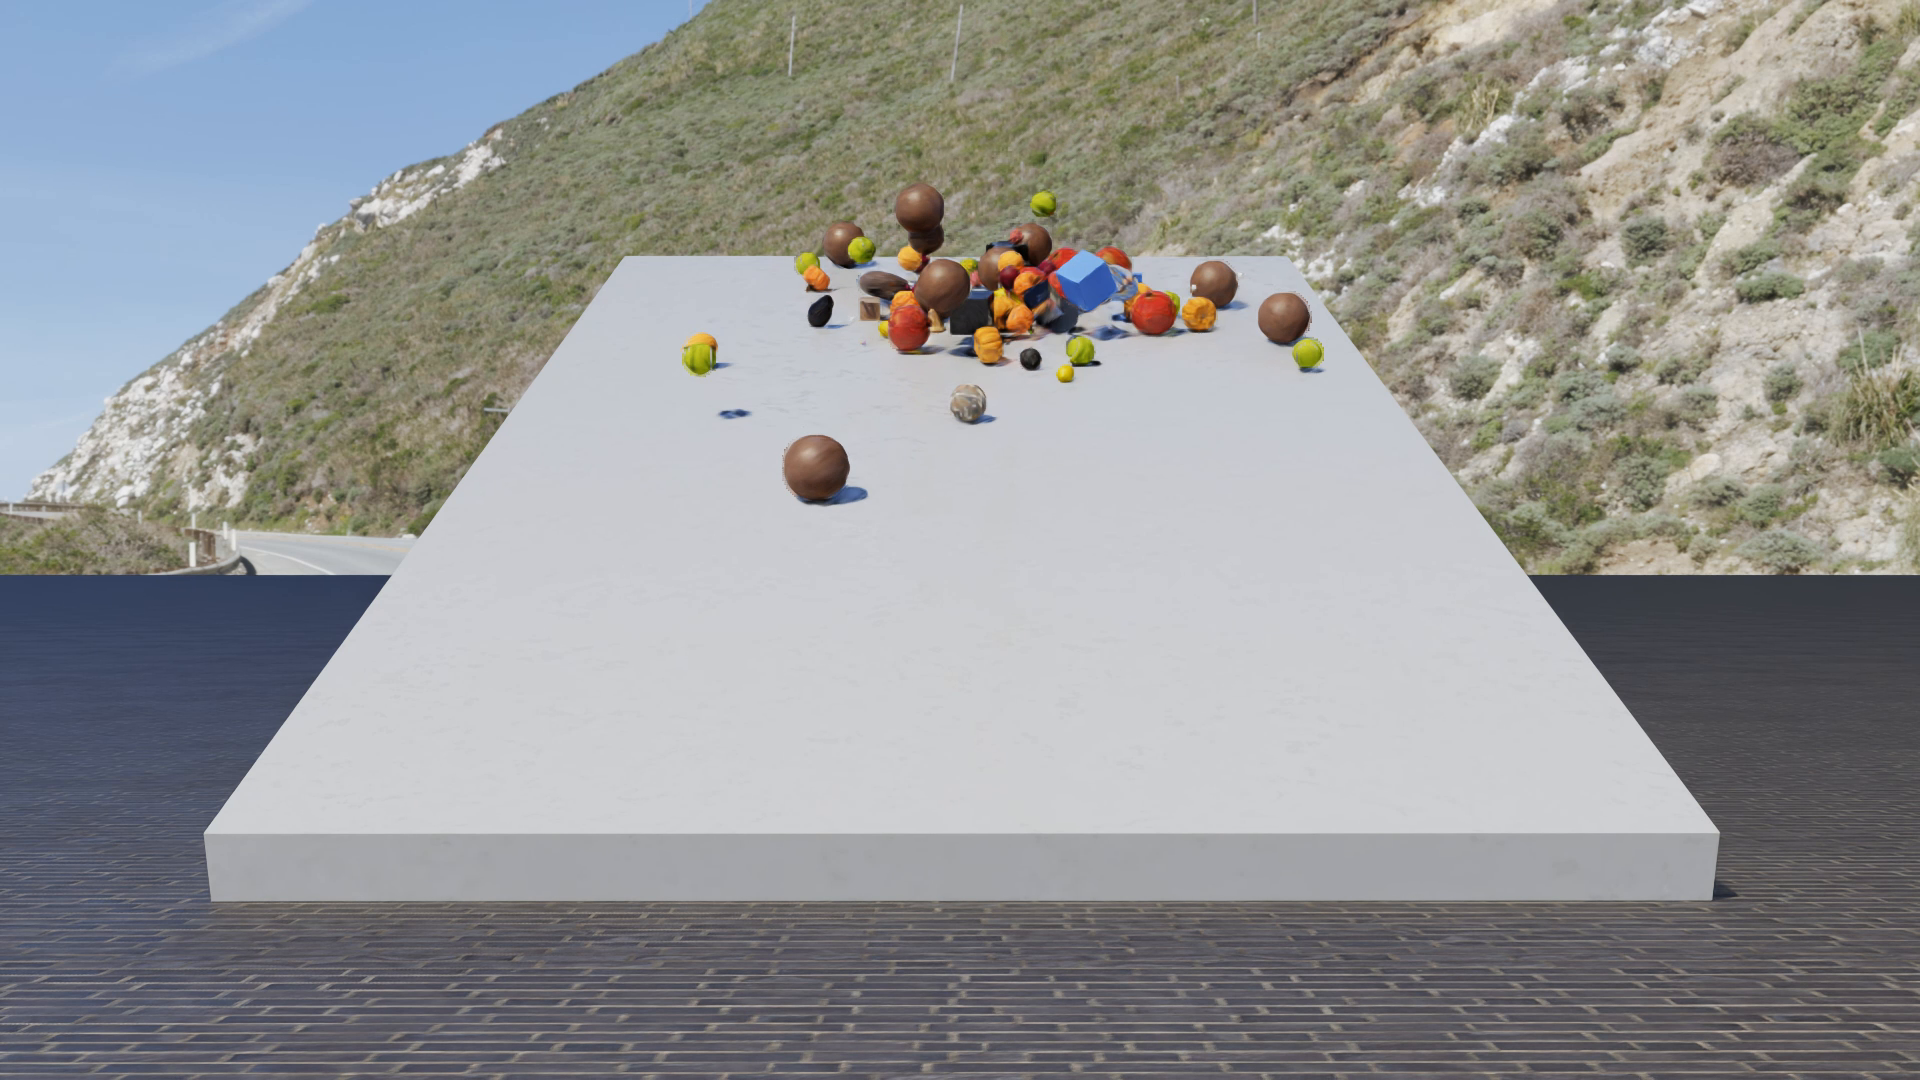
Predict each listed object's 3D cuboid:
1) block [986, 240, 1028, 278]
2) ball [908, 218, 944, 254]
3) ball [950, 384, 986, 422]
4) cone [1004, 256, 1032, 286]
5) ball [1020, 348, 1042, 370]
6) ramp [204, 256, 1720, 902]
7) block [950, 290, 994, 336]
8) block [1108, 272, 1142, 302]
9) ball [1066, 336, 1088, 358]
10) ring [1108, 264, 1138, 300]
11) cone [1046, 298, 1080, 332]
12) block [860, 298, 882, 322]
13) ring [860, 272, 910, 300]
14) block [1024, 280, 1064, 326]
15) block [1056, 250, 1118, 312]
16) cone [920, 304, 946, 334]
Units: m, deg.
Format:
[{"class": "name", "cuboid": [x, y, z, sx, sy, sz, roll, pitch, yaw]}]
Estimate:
[{"class": "block", "cuboid": [0.136, -0.813, 6.482, 0.087, 0.087, 0.087, 14, 22, 36]}, {"class": "ball", "cuboid": [-0.089, -0.799, 5.878, 0.097, 0.097, 0.097, 0, -1, 0]}, {"class": "ball", "cuboid": [0.018, -0.303, 4.927, 0.083, 0.083, 0.083, 0, -1, 0]}, {"class": "cone", "cuboid": [0.182, -0.766, 6.305, 0.082, 0.082, 0.082, 0, -5, -28]}, {"class": "ball", "cuboid": [0.170, -0.437, 5.387, 0.052, 0.052, 0.052, 0, -1, 0]}, {"class": "ramp", "cuboid": [-0.004, -0.188, 4.868, 2.000, 0.100, 4.000, 0, 18, 0]}, {"class": "block", "cuboid": [0.033, -0.572, 5.631, 0.093, 0.093, 0.093, 4, 19, 12]}, {"class": "block", "cuboid": [0.452, -0.698, 6.158, 0.069, 0.069, 0.069, -16, 24, -41]}, {"class": "ball", "cuboid": [0.287, -0.477, 5.506, 0.054, 0.054, 0.054, 0, -1, 0]}, {"class": "ring", "cuboid": [0.410, -0.678, 5.885, 0.124, 0.124, 0.041, 0, -45, -24]}, {"class": "cone", "cuboid": [0.276, -0.573, 5.820, 0.093, 0.093, 0.093, 0, -9, 17]}, {"class": "block", "cuboid": [-0.237, -0.608, 5.907, 0.053, 0.053, 0.053, 0, 18, 1]}, {"class": "ring", "cuboid": [-0.205, -0.689, 6.068, 0.141, 0.047, 0.141, 10, -10, 2]}, {"class": "block", "cuboid": [0.214, -0.607, 5.730, 0.071, 0.071, 0.071, -26, -46, 19]}, {"class": "block", "cuboid": [0.319, -0.655, 5.650, 0.096, 0.096, 0.096, -40, 41, -13]}, {"class": "cone", "cuboid": [-0.070, -0.576, 5.783, 0.070, 0.070, 0.070, 0, 18, 0]}]
